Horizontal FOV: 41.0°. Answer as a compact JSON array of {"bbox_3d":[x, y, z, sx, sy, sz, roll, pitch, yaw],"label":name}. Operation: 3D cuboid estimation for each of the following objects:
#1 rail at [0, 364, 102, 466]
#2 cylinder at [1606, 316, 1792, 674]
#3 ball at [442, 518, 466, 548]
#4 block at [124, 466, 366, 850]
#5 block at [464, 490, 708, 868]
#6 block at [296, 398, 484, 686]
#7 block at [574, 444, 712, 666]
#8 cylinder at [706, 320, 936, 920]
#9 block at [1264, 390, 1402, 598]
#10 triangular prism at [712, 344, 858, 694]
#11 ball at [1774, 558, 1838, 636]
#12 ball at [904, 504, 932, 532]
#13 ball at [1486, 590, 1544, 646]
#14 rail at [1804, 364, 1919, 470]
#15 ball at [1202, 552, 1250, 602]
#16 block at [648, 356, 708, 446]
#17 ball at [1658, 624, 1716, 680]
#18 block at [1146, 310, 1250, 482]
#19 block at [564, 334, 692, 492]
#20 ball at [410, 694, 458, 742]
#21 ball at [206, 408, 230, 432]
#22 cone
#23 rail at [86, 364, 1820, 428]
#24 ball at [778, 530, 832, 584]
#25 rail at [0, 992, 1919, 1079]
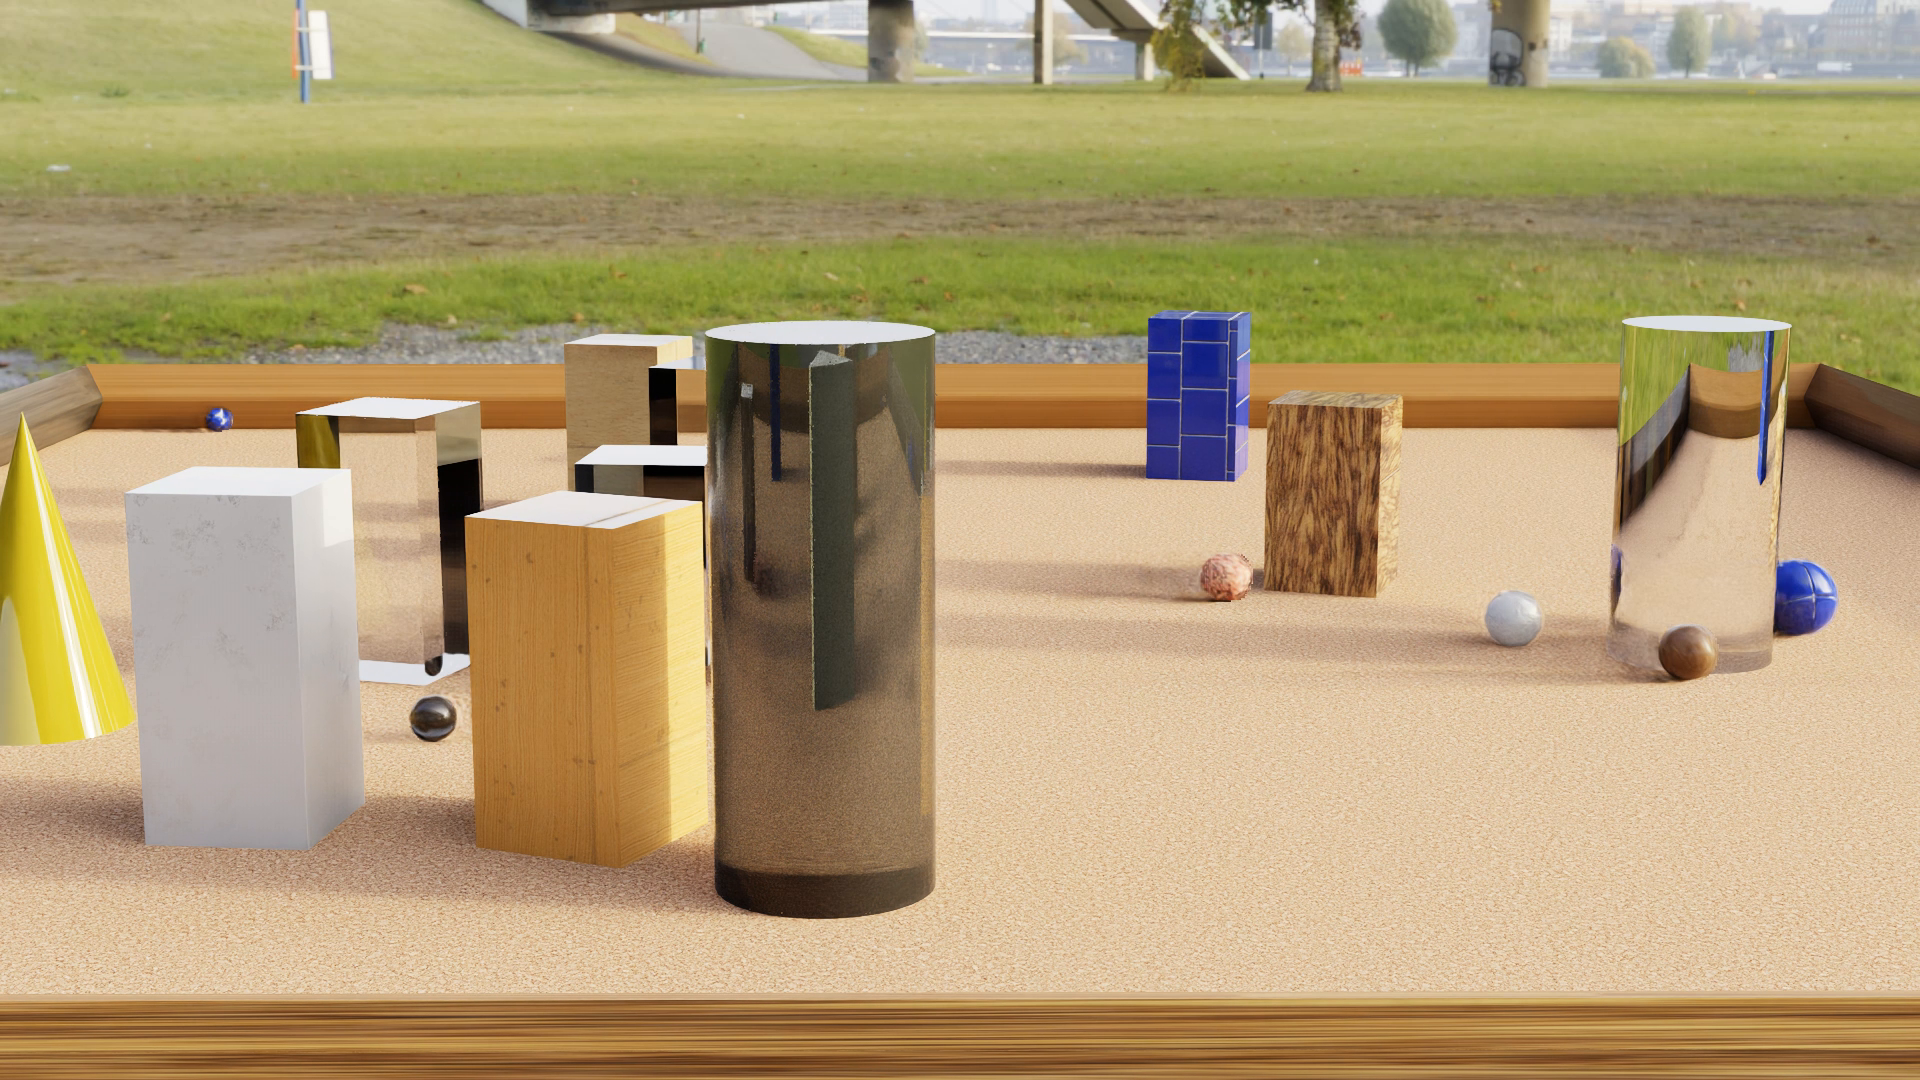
[{"bbox_3d":[-1.736,0.035,3.439,0.045,0.130,3.594,0,10,0],"label":"rail"},{"bbox_3d":[0.911,-0.060,3.172,0.199,0.416,0.199,0,10,0],"label":"cylinder"},{"bbox_3d":[-0.770,-0.011,3.925,0.046,0.046,0.046,0,10,0],"label":"ball"},{"bbox_3d":[-0.683,0.110,2.468,0.160,0.338,0.160,1,11,6],"label":"block"},{"bbox_3d":[-0.351,0.127,2.433,0.160,0.317,0.160,5,11,24],"label":"block"},{"bbox_3d":[-0.688,-0.002,3.123,0.160,0.320,0.160,3,11,17],"label":"block"},{"bbox_3d":[-0.383,0.017,3.214,0.160,0.250,0.160,1,11,4],"label":"block"},{"bbox_3d":[-0.121,0.065,2.271,0.199,0.498,0.199,0,10,0],"label":"cylinder"},{"bbox_3d":[0.529,-0.068,3.633,0.160,0.265,0.160,4,11,19],"label":"block"},{"bbox_3d":[-0.187,-0.030,3.068,0.173,0.395,0.150,2,11,13],"label":"triangular prism"},{"bbox_3d":[1.082,0.074,3.316,0.100,0.100,0.100,0,10,0],"label":"ball"},{"bbox_3d":[-0.066,-0.035,4.060,0.044,0.044,0.044,0,10,0],"label":"ball"},{"bbox_3d":[0.704,0.099,3.256,0.073,0.073,0.073,0,10,0],"label":"ball"},{"bbox_3d":[1.736,0.032,3.459,0.045,0.130,3.594,0,10,0],"label":"rail"},{"bbox_3d":[0.366,0.051,3.533,0.068,0.068,0.068,0,10,0],"label":"ball"},{"bbox_3d":[-0.360,-0.124,3.873,0.160,0.286,0.160,4,11,18],"label":"block"},{"bbox_3d":[0.872,0.134,3.078,0.068,0.068,0.068,0,10,0],"label":"ball"},{"bbox_3d":[0.430,-0.261,4.618,0.160,0.286,0.160,3,11,14],"label":"block"},{"bbox_3d":[-0.540,-0.186,4.212,0.160,0.286,0.160,3,11,14],"label":"block"},{"bbox_3d":[-0.575,0.194,2.799,0.052,0.052,0.052,0,10,0],"label":"ball"},{"bbox_3d":[-1.494,-0.241,5.167,0.047,0.047,0.047,0,10,0],"label":"ball"},{"bbox_3d":[-1.030,0.032,2.849,0.199,0.352,0.199,0,10,0],"label":"cone"},{"bbox_3d":[-0.010,-0.289,5.192,3.520,0.130,0.045,0,10,0],"label":"rail"},{"bbox_3d":[-0.220,0.023,3.653,0.077,0.077,0.077,0,10,0],"label":"ball"},{"bbox_3d":[0.010,0.356,1.705,3.520,0.130,0.045,0,10,0],"label":"rail"}]
